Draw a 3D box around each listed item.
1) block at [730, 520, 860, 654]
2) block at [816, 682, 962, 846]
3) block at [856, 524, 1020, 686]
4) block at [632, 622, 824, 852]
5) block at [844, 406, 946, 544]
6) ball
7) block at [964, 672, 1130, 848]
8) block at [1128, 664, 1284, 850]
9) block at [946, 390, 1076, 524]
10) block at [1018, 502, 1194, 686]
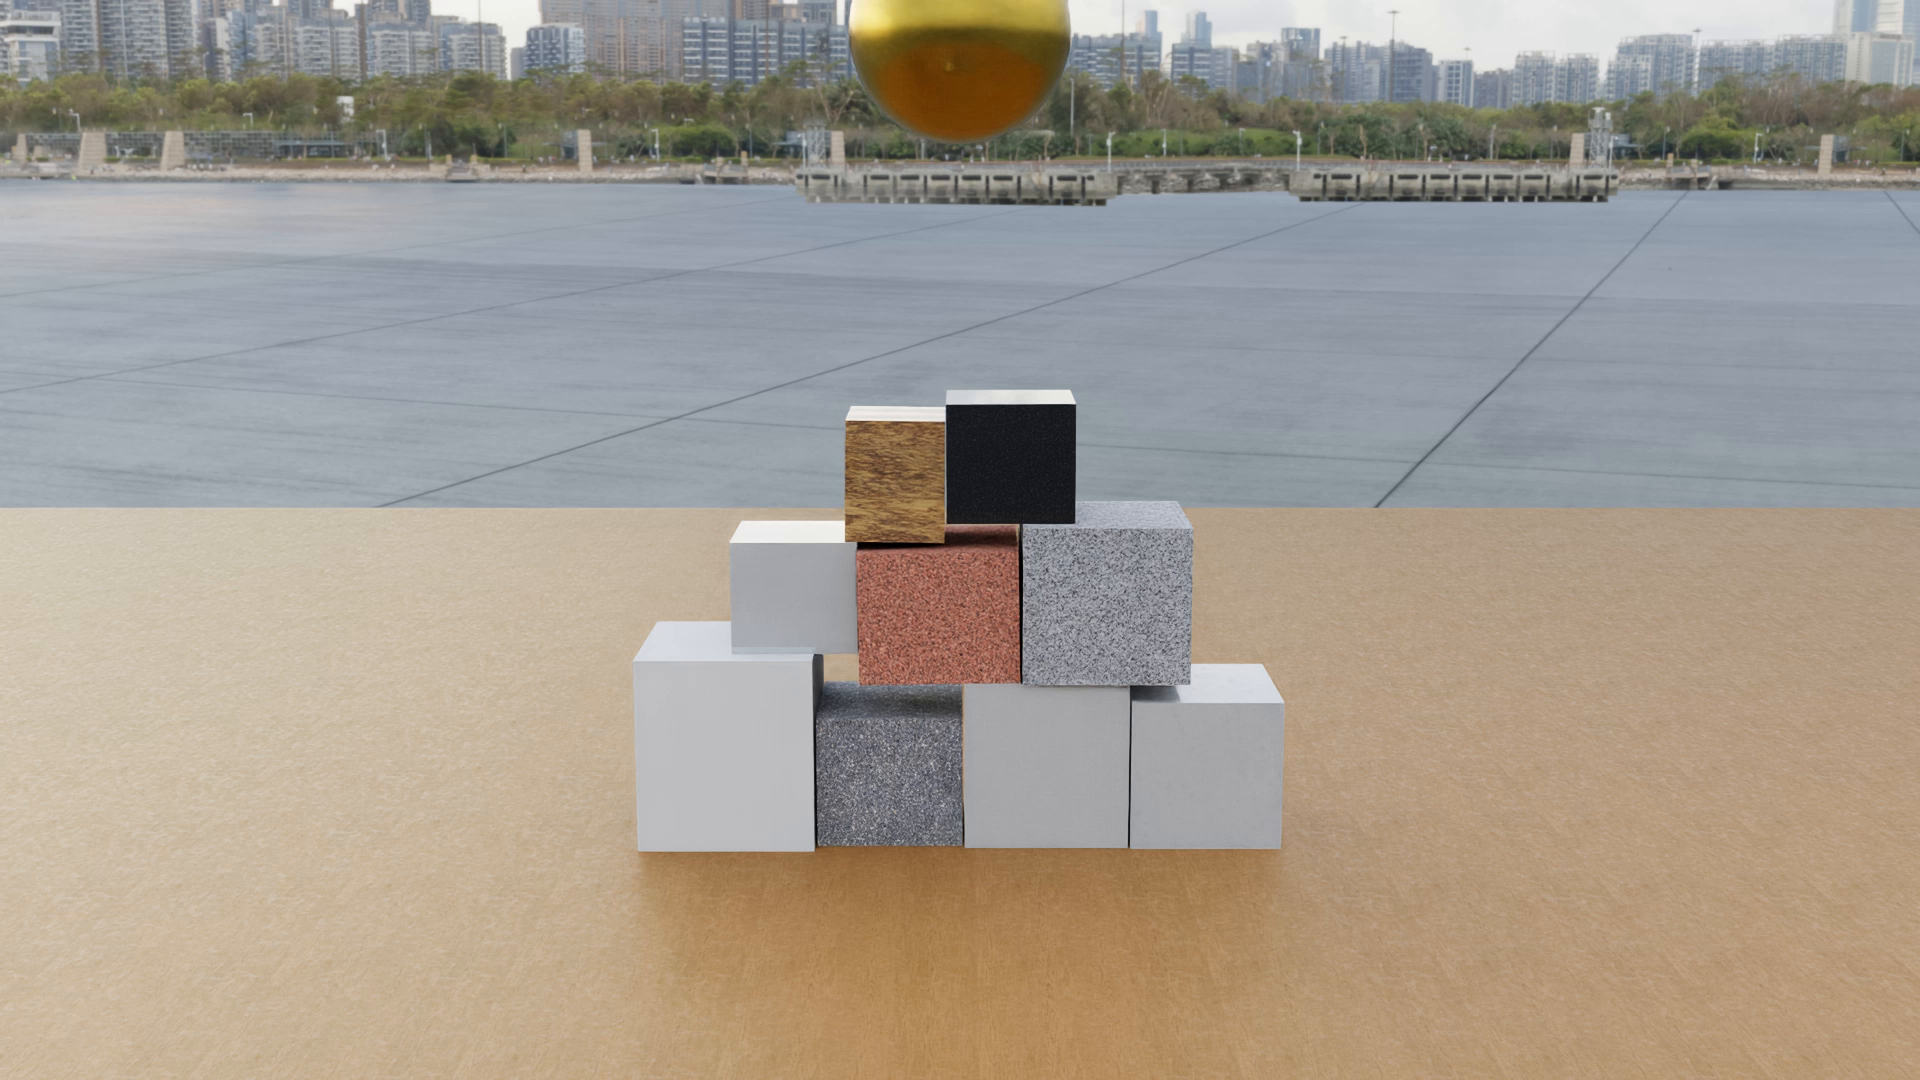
[{"bbox_3d":[-0.825,0.235,11.227,0.631,0.565,0.625,0,10,0],"label":"block"},{"bbox_3d":[-0.353,1.148,11.406,0.732,0.661,0.771,0,10,0],"label":"block"},{"bbox_3d":[-0.105,0.319,11.230,0.798,0.659,0.789,-1,10,0],"label":"block"},{"bbox_3d":[-1.170,0.996,11.354,0.882,0.978,0.904,0,10,0],"label":"block"},{"bbox_3d":[-0.319,-0.338,11.117,0.493,0.606,0.584,1,10,0],"label":"block"},{"bbox_3d":[0.000,-3.645,15.757,1.600,1.600,1.600,0,10,0],"label":"ball"},{"bbox_3d":[0.433,1.060,11.363,0.821,0.849,0.790,0,10,0],"label":"block"},{"bbox_3d":[1.232,1.105,11.375,0.757,0.755,0.829,0,10,0],"label":"block"},{"bbox_3d":[0.250,-0.426,11.106,0.636,0.595,0.619,0,10,0],"label":"block"},{"bbox_3d":[0.725,0.256,11.209,0.830,0.786,0.829,0,10,0],"label":"block"}]
